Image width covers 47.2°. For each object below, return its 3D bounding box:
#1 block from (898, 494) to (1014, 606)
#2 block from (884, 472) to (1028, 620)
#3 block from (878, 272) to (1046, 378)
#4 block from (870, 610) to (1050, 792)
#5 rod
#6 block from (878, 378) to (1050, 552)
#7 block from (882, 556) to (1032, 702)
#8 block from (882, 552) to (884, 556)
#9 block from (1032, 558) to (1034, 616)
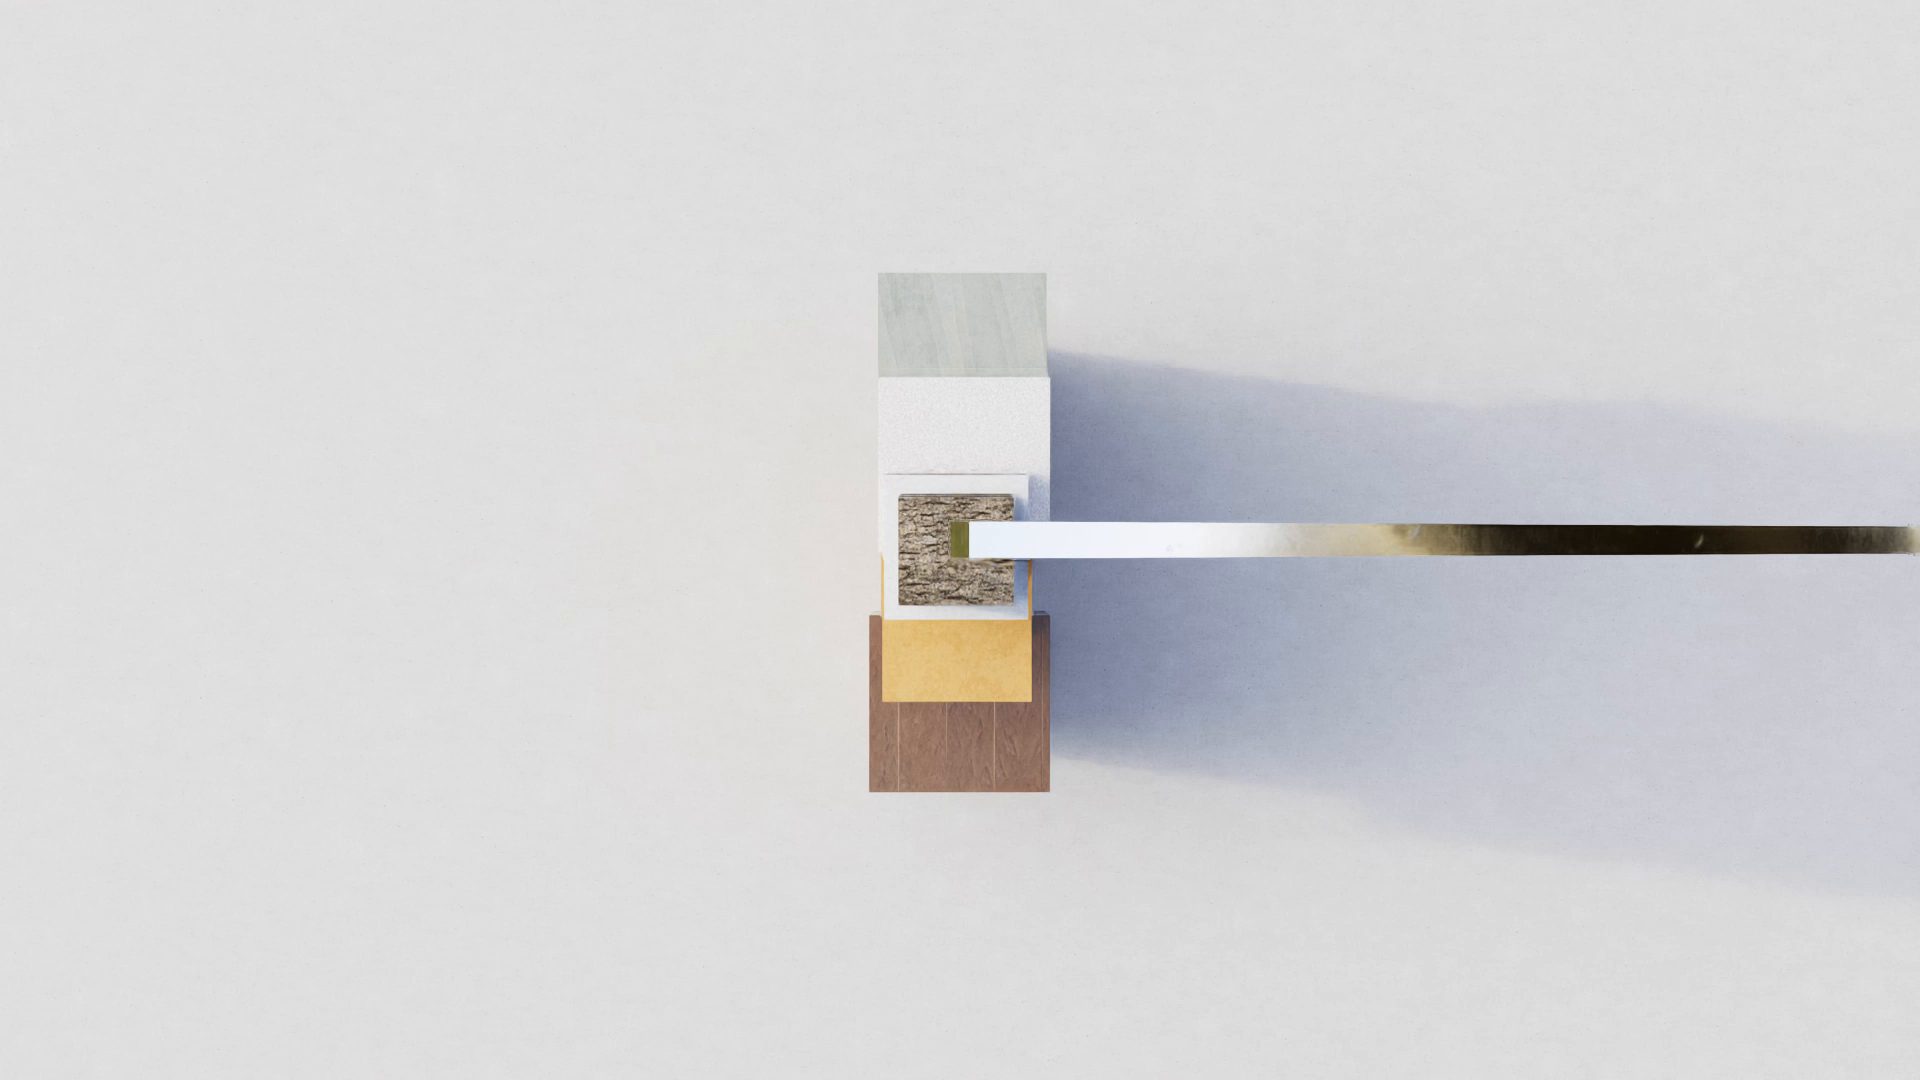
[{"bbox_3d":[-0.018,0.037,9.628,0.494,0.443,0.465,0,94,0],"label":"block"},{"bbox_3d":[-0.017,0.019,10.123,0.644,0.545,0.644,0,94,0],"label":"block"},{"bbox_3d":[0.012,-0.873,11.658,0.859,0.914,0.941,0,87,0],"label":"block"},{"bbox_3d":[-0.002,0.857,11.889,0.947,0.779,0.926,0,90,0],"label":"block"},{"bbox_3d":[2.234,0.000,6.161,5.200,0.080,0.080,0,90,-31],"label":"rod"},{"bbox_3d":[0.019,-0.379,10.776,0.811,0.809,0.823,0,94,0],"label":"block"},{"bbox_3d":[-0.014,0.422,10.911,0.716,0.682,0.703,0,91,0],"label":"block"},{"bbox_3d":[-0.013,-0.028,12.547,0.840,0.905,0.836,0,90,0],"label":"block"},{"bbox_3d":[0.012,0.008,11.673,0.735,0.844,0.754,0,90,0],"label":"block"}]
